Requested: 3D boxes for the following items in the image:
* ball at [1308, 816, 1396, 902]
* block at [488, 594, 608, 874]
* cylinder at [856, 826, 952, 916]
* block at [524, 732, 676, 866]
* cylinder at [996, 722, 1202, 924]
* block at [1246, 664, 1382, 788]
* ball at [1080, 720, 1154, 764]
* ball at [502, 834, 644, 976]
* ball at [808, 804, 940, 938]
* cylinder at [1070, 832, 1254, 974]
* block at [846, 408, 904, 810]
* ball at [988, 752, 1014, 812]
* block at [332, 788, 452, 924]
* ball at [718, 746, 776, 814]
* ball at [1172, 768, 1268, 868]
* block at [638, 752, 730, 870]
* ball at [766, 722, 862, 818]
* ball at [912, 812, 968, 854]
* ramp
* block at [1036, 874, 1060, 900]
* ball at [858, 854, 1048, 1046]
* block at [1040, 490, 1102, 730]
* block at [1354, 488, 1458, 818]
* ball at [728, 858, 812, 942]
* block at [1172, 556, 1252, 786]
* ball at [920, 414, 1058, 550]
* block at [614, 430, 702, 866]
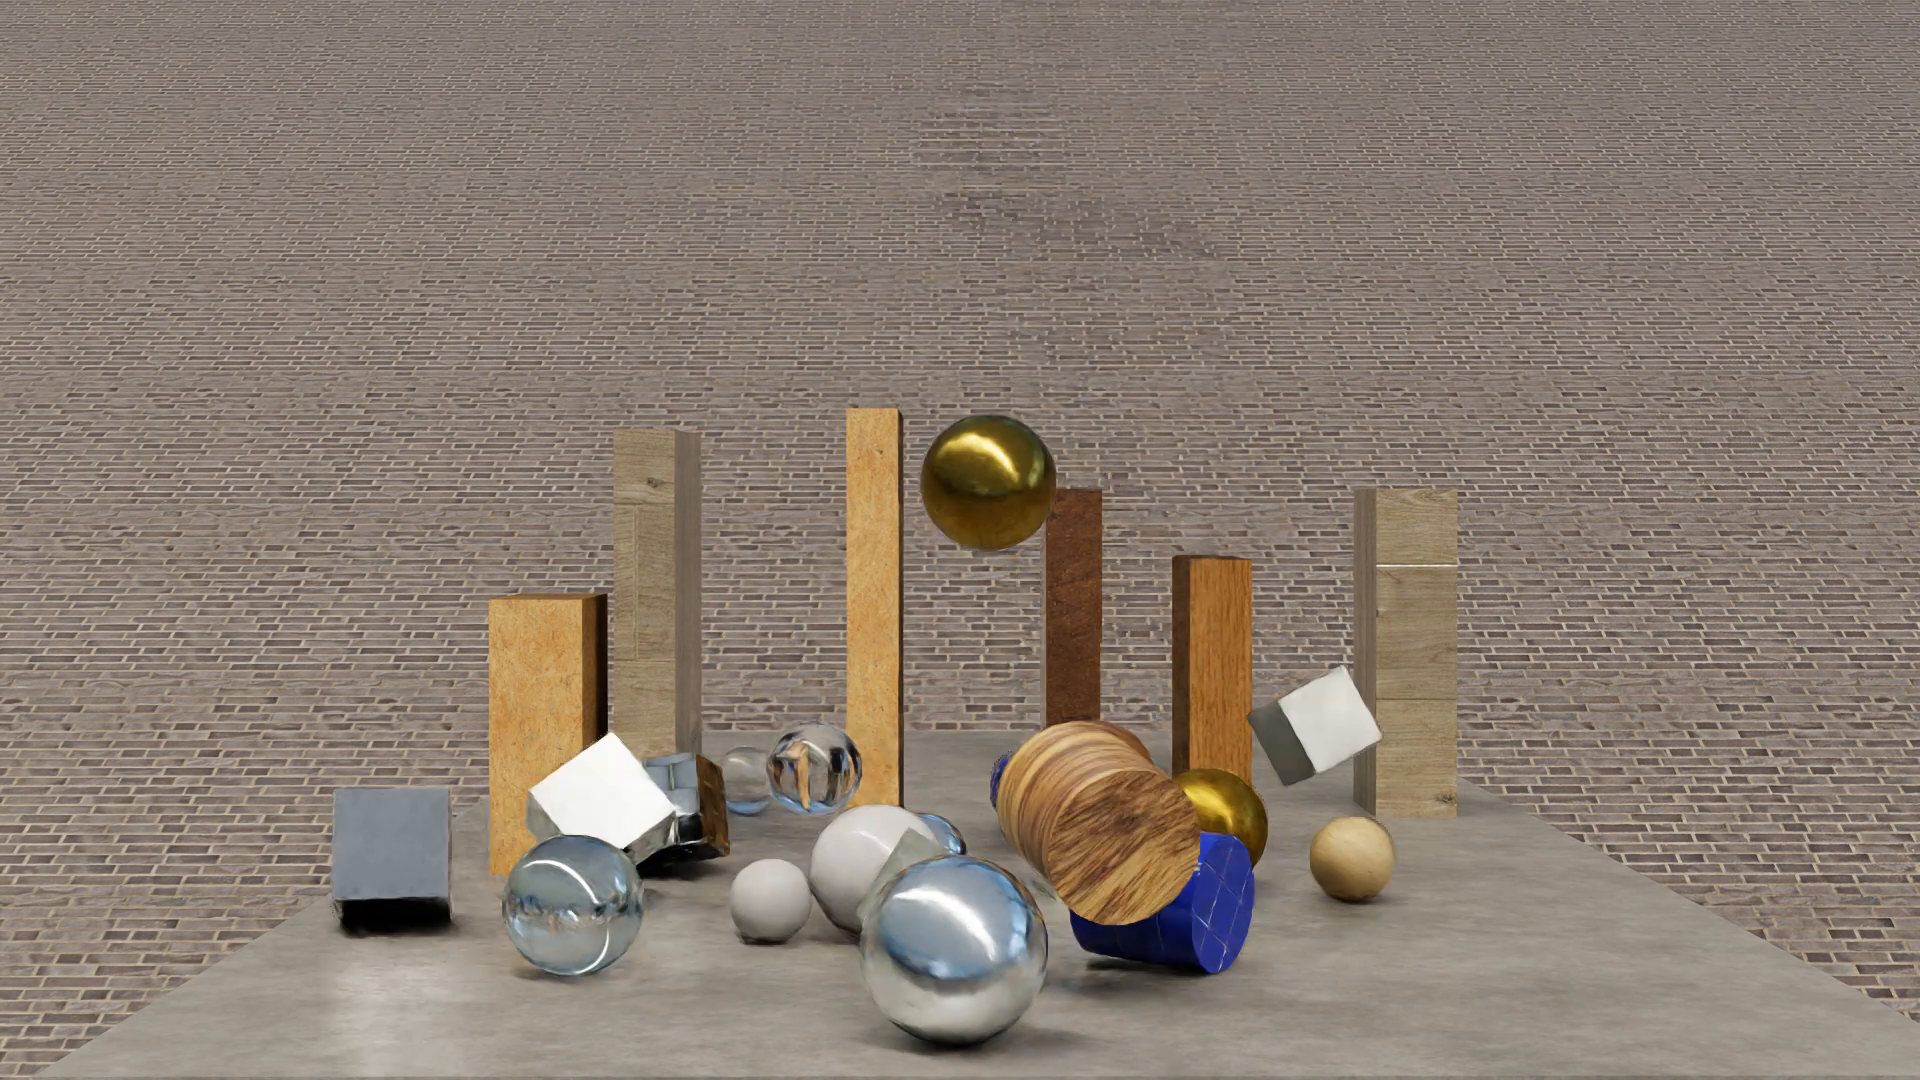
[{"bbox_3d":[0.570,0.463,3.756,0.124,0.124,0.124,0,28,0],"label":"ball"},{"bbox_3d":[-0.662,0.306,4.178,0.145,0.429,0.295,0,1,0],"label":"block"},{"bbox_3d":[-0.045,0.434,3.159,0.121,0.121,0.121,27,81,40],"label":"cylinder"},{"bbox_3d":[-0.521,0.400,3.729,0.148,0.148,0.148,-36,76,-24],"label":"block"},{"bbox_3d":[0.160,0.329,3.022,0.186,0.186,0.186,-9,16,-16],"label":"cylinder"},{"bbox_3d":[0.484,0.255,3.537,0.112,0.112,0.112,-26,-5,-21],"label":"block"},{"bbox_3d":[0.217,0.391,4.176,0.200,0.200,0.200,0,28,0],"label":"ball"},{"bbox_3d":[-0.474,0.447,3.168,0.173,0.173,0.173,0,28,0],"label":"ball"},{"bbox_3d":[-0.110,0.440,3.426,0.180,0.180,0.180,0,28,0],"label":"ball"},{"bbox_3d":[0.252,0.442,3.217,0.170,0.170,0.170,4,26,32],"label":"cylinder"},{"bbox_3d":[-0.141,0.152,4.347,0.083,0.731,0.407,0,1,0],"label":"block"},{"bbox_3d":[0.124,0.442,4.563,0.146,0.146,0.146,0,28,0],"label":"ball"},{"bbox_3d":[-0.772,0.431,3.525,0.151,0.151,0.151,0,69,-9],"label":"block"},{"bbox_3d":[-0.398,0.448,4.817,0.127,0.127,0.127,0,28,0],"label":"ball"},{"bbox_3d":[0.373,0.434,3.888,0.180,0.180,0.180,0,28,0],"label":"ball"},{"bbox_3d":[-0.453,0.423,4.030,0.142,0.142,0.142,-10,-17,10],"label":"block"},{"bbox_3d":[-0.197,0.310,3.490,0.129,0.129,0.129,0,28,0],"label":"ball"},{"bbox_3d":[-0.055,0.459,3.721,0.134,0.134,0.134,0,28,0],"label":"ball"},{"bbox_3d":[0.063,0.564,4.604,2.000,0.100,4.000,0,1,0],"label":"ramp"},{"bbox_3d":[0.191,0.459,3.837,0.130,0.130,0.130,0,1,-11],"label":"block"},{"bbox_3d":[-0.006,0.437,2.758,0.203,0.203,0.203,0,28,0],"label":"ball"},{"bbox_3d":[0.245,0.194,5.749,0.117,0.611,0.374,0,1,0],"label":"block"},{"bbox_3d":[0.841,0.207,4.894,0.149,0.606,0.270,0,1,0],"label":"block"},{"bbox_3d":[-0.249,0.475,3.404,0.111,0.111,0.111,0,28,0],"label":"ball"},{"bbox_3d":[0.421,0.274,4.340,0.101,0.488,0.329,0,1,0],"label":"block"},{"bbox_3d":[0.028,-0.057,2.536,0.135,0.135,0.135,0,28,0],"label":"ball"},{"bbox_3d":[-0.505,0.169,4.345,0.098,0.698,0.431,0,1,0],"label":"block"}]
